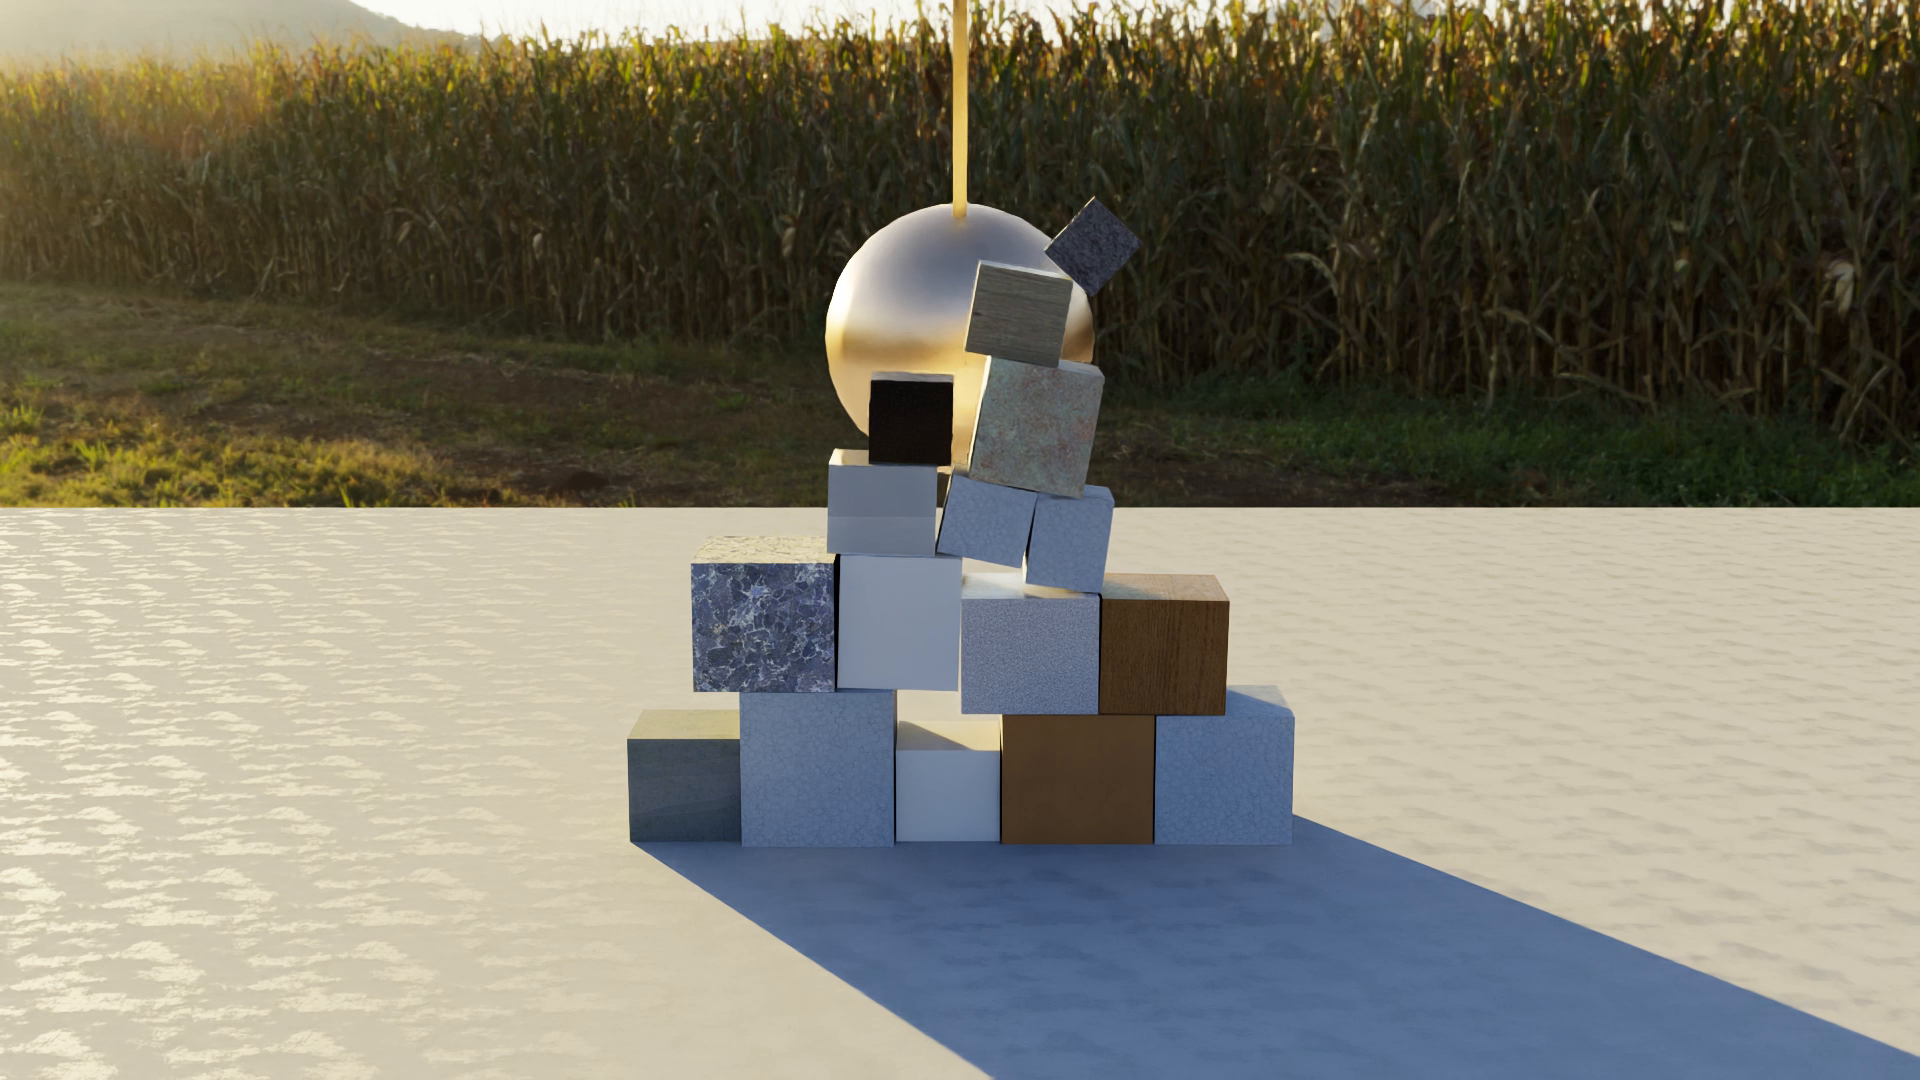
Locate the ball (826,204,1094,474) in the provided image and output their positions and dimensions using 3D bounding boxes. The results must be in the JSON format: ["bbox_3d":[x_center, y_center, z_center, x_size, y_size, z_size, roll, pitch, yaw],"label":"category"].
[{"bbox_3d":[0.000,-1.190,13.072,1.600,1.600,1.600,0,10,0],"label":"ball"}]

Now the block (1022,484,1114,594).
[{"bbox_3d":[0.547,-0.027,11.194,0.387,0.473,0.458,7,10,-1],"label":"block"}]

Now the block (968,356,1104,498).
[{"bbox_3d":[0.376,-0.599,11.089,0.568,0.611,0.572,10,10,-2],"label":"block"}]

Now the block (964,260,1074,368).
[{"bbox_3d":[0.290,-1.134,10.983,0.465,0.434,0.424,10,10,-2],"label":"block"}]

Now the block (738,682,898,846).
[{"bbox_3d":[-0.716,1.086,11.366,0.766,0.797,0.742,0,10,0],"label":"block"}]

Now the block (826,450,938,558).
[{"bbox_3d":[-0.387,-0.193,11.153,0.537,0.447,0.541,2,10,0],"label":"block"}]

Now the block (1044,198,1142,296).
[{"bbox_3d":[0.658,-1.455,10.911,0.327,0.363,0.333,43,8,-4],"label":"block"}]

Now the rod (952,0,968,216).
[{"bbox_3d":[0.000,-4.119,11.345,0.080,5.200,0.080,0,31,0],"label":"rod"}]

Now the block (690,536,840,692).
[{"bbox_3d":[-0.976,0.368,11.260,0.703,0.654,0.751,0,10,0],"label":"block"}]

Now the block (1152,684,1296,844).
[{"bbox_3d":[1.329,1.152,11.371,0.693,0.665,0.653,0,10,0],"label":"block"}]

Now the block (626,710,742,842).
[{"bbox_3d":[-1.392,1.213,11.388,0.566,0.540,0.579,0,10,0],"label":"block"}]

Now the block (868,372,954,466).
[{"bbox_3d":[-0.243,-0.614,11.077,0.412,0.418,0.405,2,10,0],"label":"block"}]

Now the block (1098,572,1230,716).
[{"bbox_3d":[1.018,0.525,11.287,0.632,0.586,0.668,1,10,0],"label":"block"}]

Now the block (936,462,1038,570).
[{"bbox_3d":[0.135,-0.128,11.140,0.429,0.395,0.439,12,10,-2],"label":"block"}]

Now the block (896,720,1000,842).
[{"bbox_3d":[-0.061,1.243,11.397,0.525,0.477,0.570,0,10,0],"label":"block"}]

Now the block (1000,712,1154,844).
[{"bbox_3d":[0.592,1.145,11.390,0.761,0.672,0.694,0,10,0],"label":"block"}]

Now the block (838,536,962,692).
[{"bbox_3d":[-0.301,0.361,11.254,0.604,0.672,0.634,2,10,0],"label":"block"}]

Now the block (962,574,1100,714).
[{"bbox_3d":[0.349,0.524,11.273,0.686,0.593,0.646,0,10,0],"label":"block"}]
